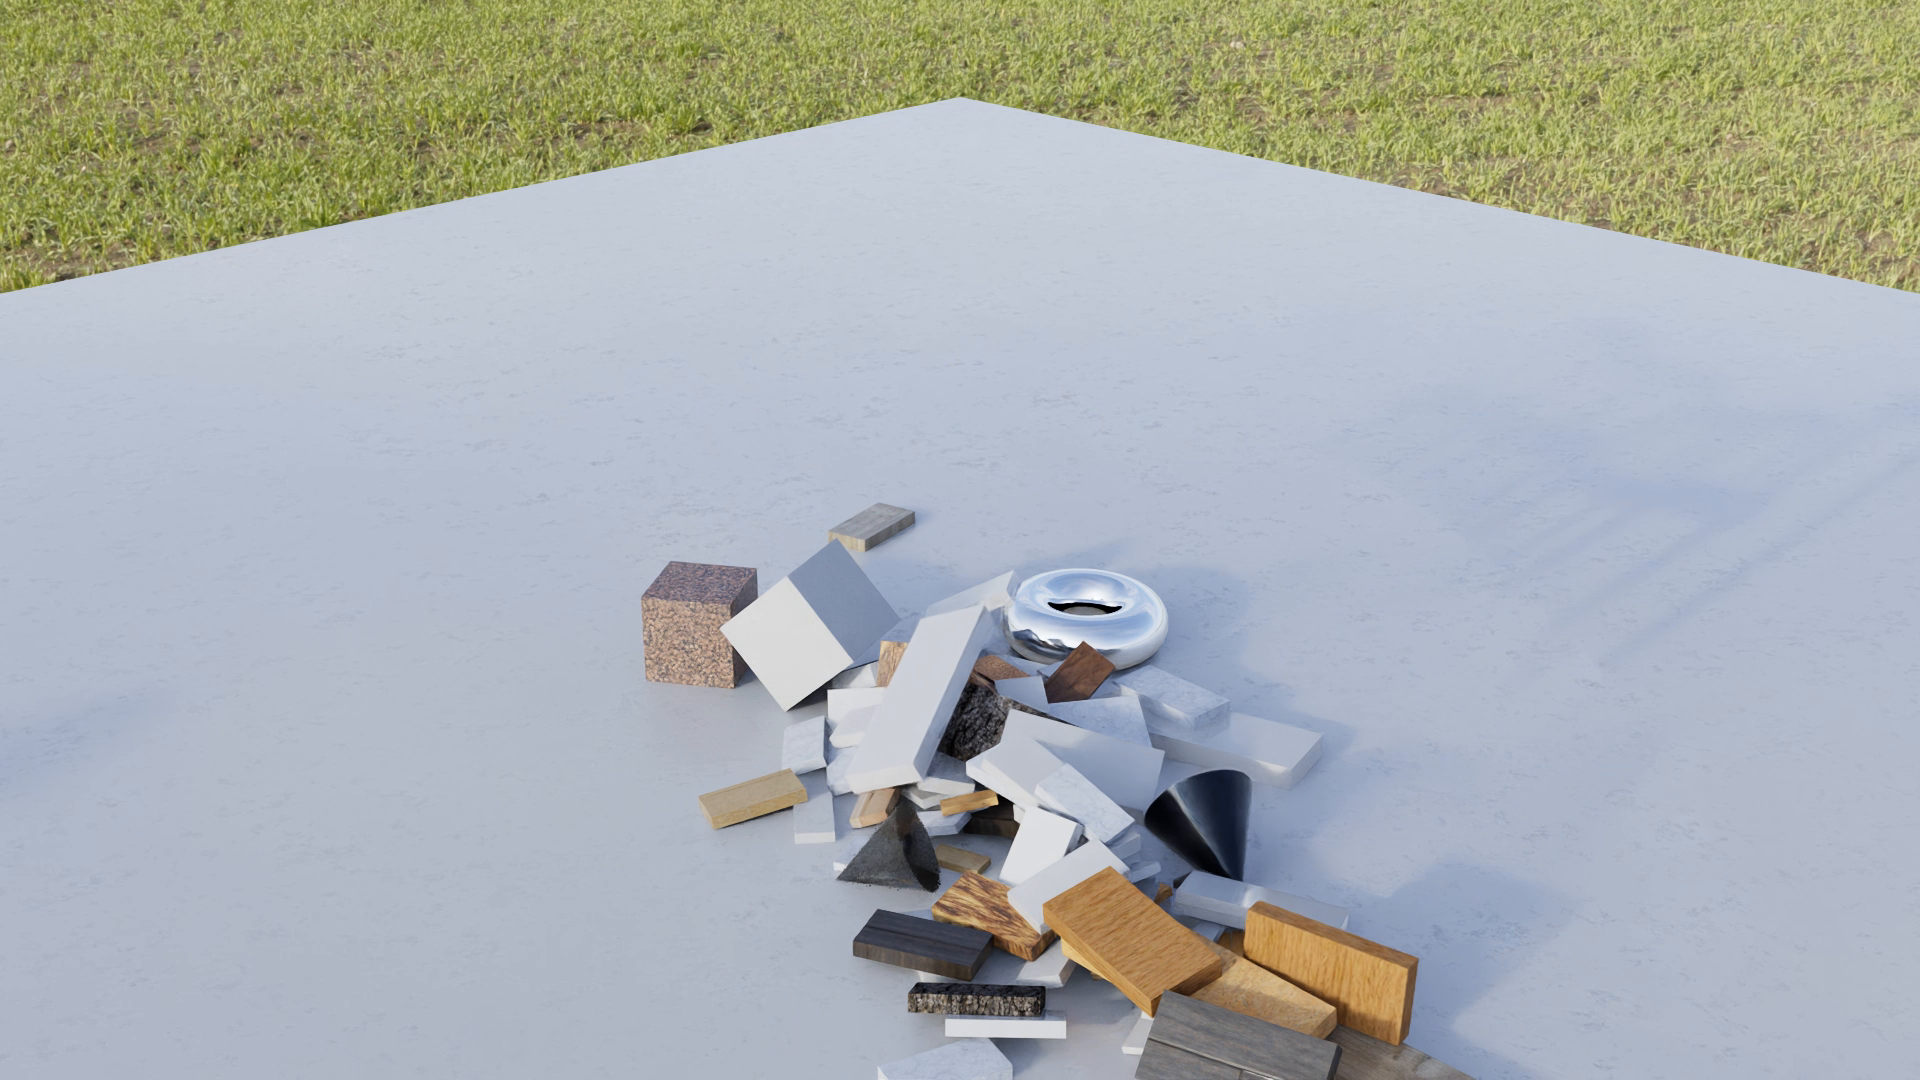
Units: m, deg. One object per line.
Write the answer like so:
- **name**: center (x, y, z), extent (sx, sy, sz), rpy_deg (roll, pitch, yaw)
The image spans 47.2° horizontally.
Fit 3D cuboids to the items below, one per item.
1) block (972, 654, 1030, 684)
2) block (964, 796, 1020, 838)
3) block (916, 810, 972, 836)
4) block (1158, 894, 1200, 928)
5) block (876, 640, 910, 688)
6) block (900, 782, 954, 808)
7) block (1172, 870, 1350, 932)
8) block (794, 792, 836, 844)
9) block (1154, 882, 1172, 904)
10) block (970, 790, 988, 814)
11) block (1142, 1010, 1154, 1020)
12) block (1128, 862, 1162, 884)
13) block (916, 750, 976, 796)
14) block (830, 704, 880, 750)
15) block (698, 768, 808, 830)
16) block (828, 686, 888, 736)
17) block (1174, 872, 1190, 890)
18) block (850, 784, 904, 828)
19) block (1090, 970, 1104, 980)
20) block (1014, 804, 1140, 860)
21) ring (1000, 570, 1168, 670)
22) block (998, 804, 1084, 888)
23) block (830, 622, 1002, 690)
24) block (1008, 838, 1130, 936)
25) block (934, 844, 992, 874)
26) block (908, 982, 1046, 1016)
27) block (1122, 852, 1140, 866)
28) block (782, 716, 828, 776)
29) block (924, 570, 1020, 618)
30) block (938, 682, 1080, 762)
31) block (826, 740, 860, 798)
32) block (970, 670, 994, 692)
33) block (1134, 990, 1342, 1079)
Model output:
- **block**: center (0.090, 0.303, 4.890), extent (0.080, 0.023, 0.160), rpy_deg (-17, 28, -34)
- **block**: center (0.130, 0.547, 4.339), extent (0.237, 0.034, 0.118), rpy_deg (-3, 15, 43)
- **block**: center (-0.054, 0.562, 4.359), extent (0.140, 0.020, 0.070), rpy_deg (-8, 17, 29)
- **block**: center (0.414, 0.691, 4.111), extent (0.122, 0.017, 0.061), rpy_deg (13, 26, 29)
- **block**: center (-0.130, 0.323, 4.769), extent (0.099, 0.199, 0.028), rpy_deg (4, -10, 9)
- **block**: center (-0.068, 0.511, 4.476), extent (0.070, 0.020, 0.140), rpy_deg (-16, 13, -20)
- **block**: center (0.553, 0.678, 4.027), extent (0.299, 0.042, 0.149), rpy_deg (12, 9, 16)
- **block**: center (-0.293, 0.558, 4.417), extent (0.079, 0.022, 0.158), rpy_deg (-2, 23, -5)
- **block**: center (0.337, 0.659, 4.151), extent (0.061, 0.017, 0.121), rpy_deg (-25, 24, -33)
- **block**: center (0.001, 0.524, 4.448), extent (0.070, 0.020, 0.140), rpy_deg (-15, 13, -16)
- **block**: center (0.349, 0.794, 3.788), extent (0.048, 0.014, 0.096), rpy_deg (9, 28, 16)
- **block**: center (0.318, 0.625, 4.131), extent (0.066, 0.019, 0.131), rpy_deg (-19, -1, -23)
- **block**: center (-0.044, 0.456, 4.485), extent (0.110, 0.031, 0.220), rpy_deg (11, 17, -14)
- **block**: center (-0.167, 0.383, 4.620), extent (0.202, 0.029, 0.101), rpy_deg (-14, 25, 30)
- **block**: center (-0.420, 0.524, 4.458), extent (0.200, 0.028, 0.100), rpy_deg (-16, 25, -18)
- **block**: center (-0.184, 0.369, 4.738), extent (0.199, 0.099, 0.028), rpy_deg (-3, -11, 8)
- **block**: center (0.469, 0.667, 4.168), extent (0.061, 0.017, 0.122), rpy_deg (-18, 29, -36)
- **block**: center (-0.167, 0.528, 4.454), extent (0.079, 0.022, 0.157), rpy_deg (-16, 19, 17)
- **block**: center (0.302, 0.741, 3.918), extent (0.138, 0.020, 0.069), rpy_deg (-16, 27, 16)
- **block**: center (0.220, 0.545, 4.169), extent (0.118, 0.034, 0.237), rpy_deg (-22, 32, -29)
- **ring**: center (0.291, 0.186, 5.157), extent (0.396, 0.132, 0.396), rpy_deg (1, 23, 0)
- **block**: center (0.137, 0.613, 4.073), extent (0.110, 0.220, 0.031), rpy_deg (17, -10, 35)
- **block**: center (-0.099, 0.268, 4.961), extent (0.354, 0.050, 0.177), rpy_deg (-17, -1, -35)
- **block**: center (0.198, 0.626, 3.985), extent (0.202, 0.029, 0.101), rpy_deg (-28, 43, -22)
- **block**: center (-0.002, 0.623, 4.273), extent (0.112, 0.016, 0.056), rpy_deg (12, 25, 26)
- **block**: center (0.030, 0.791, 3.788), extent (0.226, 0.032, 0.113), rpy_deg (0, -1, 7)
- **block**: center (0.278, 0.620, 4.194), extent (0.066, 0.019, 0.131), rpy_deg (-19, -1, -37)
- **block**: center (-0.328, 0.438, 4.661), extent (0.091, 0.026, 0.183), rpy_deg (-18, 23, 5)
- **block**: center (0.024, 0.151, 5.223), extent (0.236, 0.033, 0.118), rpy_deg (-23, 16, 20)
- **block**: center (0.107, 0.410, 4.507), extent (0.324, 0.046, 0.162), rpy_deg (22, 48, 15)
- **block**: center (-0.228, 0.462, 4.597), extent (0.099, 0.028, 0.199), rpy_deg (-18, 23, 3)
- **block**: center (0.055, 0.361, 4.782), extent (0.265, 0.031, 0.110), rpy_deg (35, 39, 30)
- **block**: center (0.452, 0.852, 3.577), extent (0.304, 0.152, 0.043), rpy_deg (13, -19, 27)
